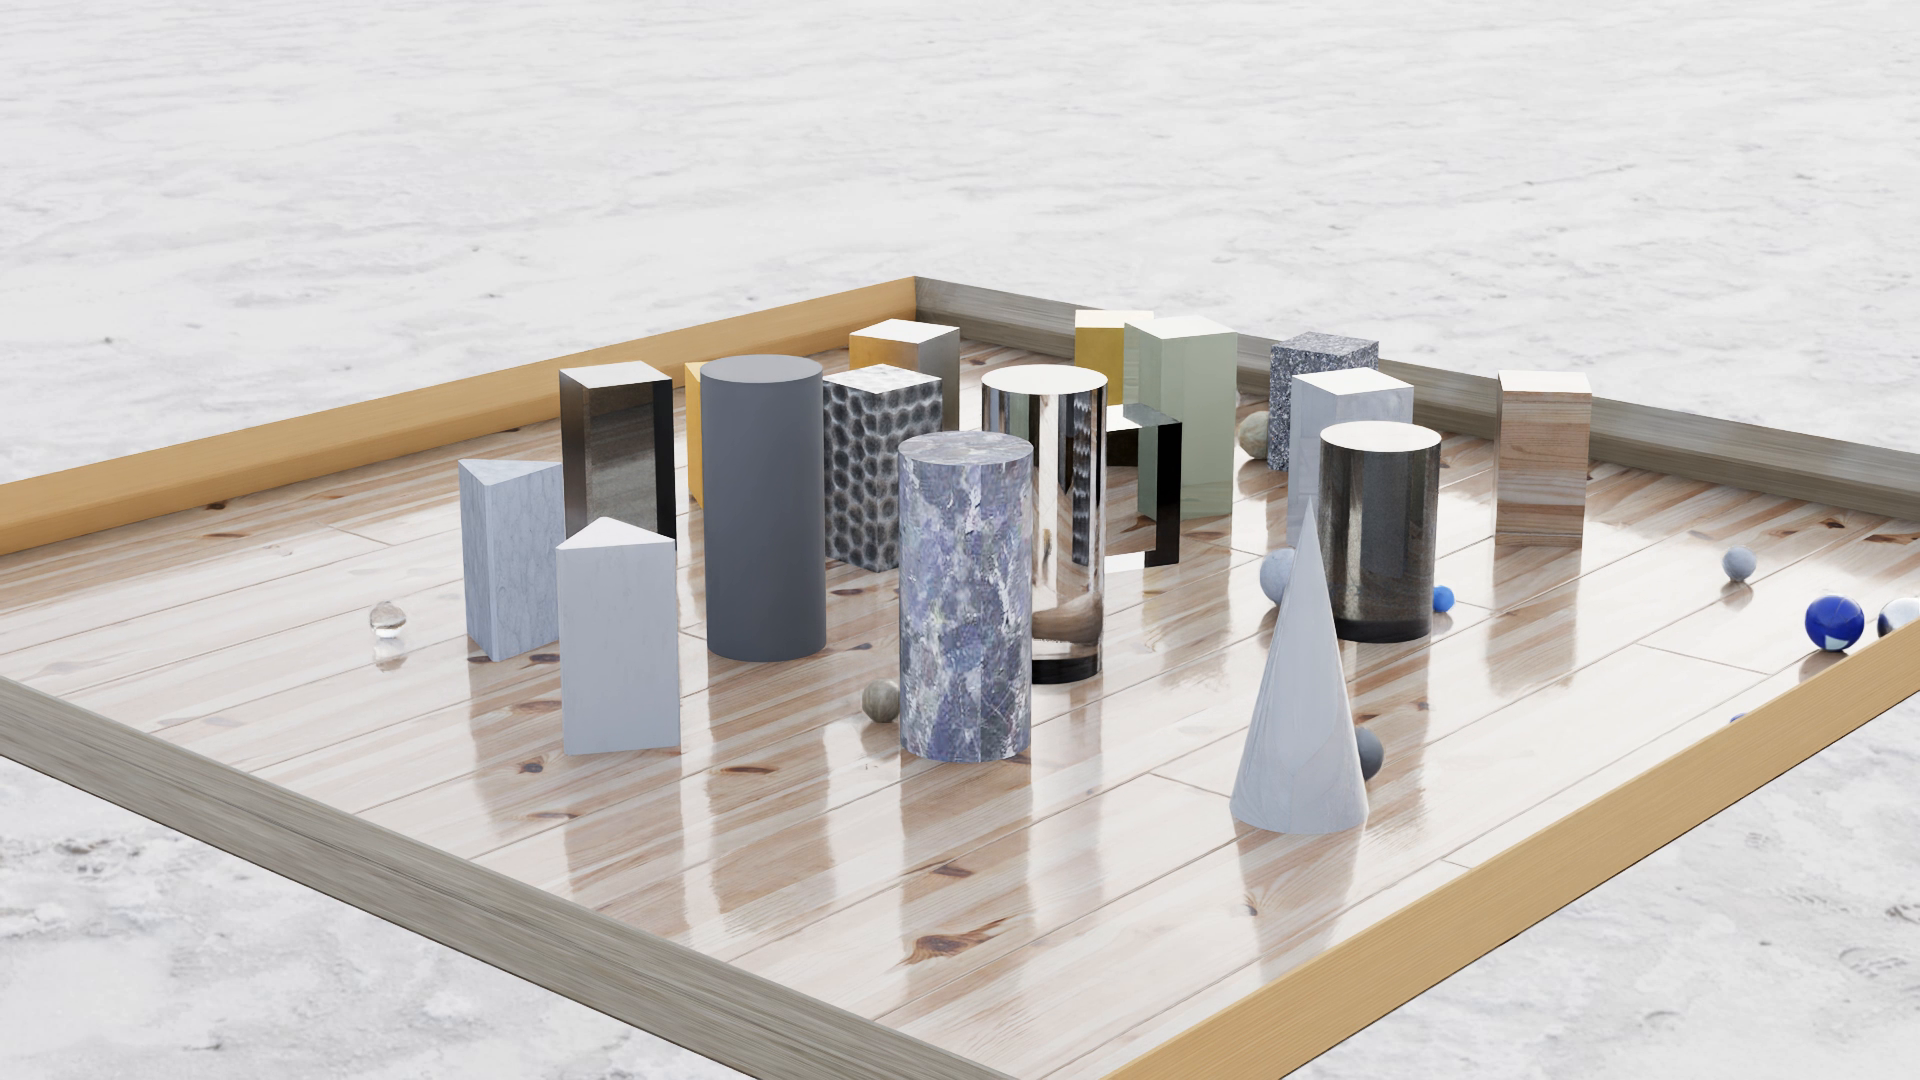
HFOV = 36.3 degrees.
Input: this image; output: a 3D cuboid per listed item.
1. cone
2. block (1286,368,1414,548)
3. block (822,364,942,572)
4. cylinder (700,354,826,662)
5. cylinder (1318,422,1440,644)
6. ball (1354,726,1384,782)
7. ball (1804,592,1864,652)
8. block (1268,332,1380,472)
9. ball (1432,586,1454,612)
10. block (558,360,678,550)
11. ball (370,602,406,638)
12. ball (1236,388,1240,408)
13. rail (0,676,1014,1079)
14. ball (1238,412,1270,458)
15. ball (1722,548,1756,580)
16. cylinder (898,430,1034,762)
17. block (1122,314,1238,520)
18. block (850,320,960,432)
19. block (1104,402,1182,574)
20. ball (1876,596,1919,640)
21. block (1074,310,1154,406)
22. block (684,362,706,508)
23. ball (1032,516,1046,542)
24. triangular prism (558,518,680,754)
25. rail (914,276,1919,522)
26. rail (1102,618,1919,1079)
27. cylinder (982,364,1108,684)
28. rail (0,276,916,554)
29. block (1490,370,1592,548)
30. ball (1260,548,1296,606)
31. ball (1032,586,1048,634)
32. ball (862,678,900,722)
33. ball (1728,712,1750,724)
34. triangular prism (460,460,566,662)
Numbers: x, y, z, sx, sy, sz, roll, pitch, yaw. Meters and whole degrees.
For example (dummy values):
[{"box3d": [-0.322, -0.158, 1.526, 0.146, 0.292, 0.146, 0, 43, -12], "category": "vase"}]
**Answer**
[{"box3d": [0.484, 0.159, 4.120, 0.199, 0.465, 0.199, 0, 17, 0], "category": "cone"}, {"box3d": [0.710, -0.135, 5.350, 0.160, 0.319, 0.160, -7, 18, -23], "category": "block"}, {"box3d": [-0.145, -0.132, 5.318, 0.160, 0.332, 0.160, -15, 23, -41], "category": "block"}, {"box3d": [-0.322, -0.054, 4.819, 0.199, 0.469, 0.199, 0, 17, 0], "category": "cylinder"}, {"box3d": [0.701, -0.015, 4.931, 0.199, 0.331, 0.199, 0, 17, 0], "category": "cylinder"}, {"box3d": [0.577, 0.313, 4.275, 0.082, 0.082, 0.082, 0, 17, 0], "category": "ball"}, {"box3d": [1.443, 0.135, 4.839, 0.097, 0.097, 0.097, 0, 17, 0], "category": "ball"}, {"box3d": [0.733, -0.273, 5.919, 0.160, 0.255, 0.160, 11, 20, 33], "category": "block"}, {"box3d": [0.828, 0.101, 5.042, 0.045, 0.045, 0.045, 0, 17, 0], "category": "ball"}, {"box3d": [-0.627, -0.146, 5.378, 0.160, 0.325, 0.160, -8, 19, -26], "category": "block"}, {"box3d": [-0.959, 0.134, 4.908, 0.060, 0.060, 0.060, 0, 17, 0], "category": "ball"}, {"box3d": [0.565, -0.306, 6.334, 0.080, 0.080, 0.080, 0, 17, 0], "category": "ball"}, {"box3d": [-0.991, 0.362, 4.026, 2.961, 0.130, 0.045, 14, 22, 39], "category": "rail"}, {"box3d": [0.618, -0.215, 5.999, 0.098, 0.098, 0.098, 0, 17, 0], "category": "ball"}, {"box3d": [1.385, 0.043, 5.212, 0.059, 0.059, 0.059, 0, 17, 0], "category": "ball"}, {"box3d": [0.009, 0.083, 4.385, 0.199, 0.458, 0.199, 0, 17, 0], "category": "cylinder"}, {"box3d": [0.418, -0.234, 5.613, 0.160, 0.357, 0.160, -7, 18, -22], "category": "block"}, {"box3d": [-0.110, -0.273, 5.851, 0.160, 0.295, 0.160, 10, 19, 29], "category": "block"}, {"box3d": [0.292, -0.095, 5.316, 0.160, 0.263, 0.160, -7, 18, -23], "category": "block"}, {"box3d": [1.555, 0.142, 4.813, 0.098, 0.098, 0.098, 0, 17, 0], "category": "ball"}, {"box3d": [0.317, -0.322, 6.048, 0.160, 0.275, 0.160, 1, 17, 3], "category": "block"}, {"box3d": [-0.441, -0.209, 5.714, 0.160, 0.251, 0.160, -4, 17, -14], "category": "block"}, {"box3d": [0.134, -0.021, 5.438, 0.051, 0.051, 0.051, 0, 17, 0], "category": "ball"}, {"box3d": [-0.524, 0.140, 4.432, 0.173, 0.322, 0.150, -4, 17, -13], "category": "triangular prism"}, {"box3d": [0.991, -0.297, 6.213, 2.961, 0.130, 0.045, 14, 22, 39], "category": "rail"}, {"box3d": [1.100, 0.308, 4.205, 0.045, 0.130, 3.072, 14, 22, 39], "category": "rail"}, {"box3d": [0.134, -0.026, 4.714, 0.199, 0.478, 0.199, 0, 17, 0], "category": "cylinder"}, {"box3d": [-1.100, -0.243, 6.034, 0.045, 0.130, 3.072, 14, 22, 39], "category": "rail"}, {"box3d": [1.078, -0.152, 5.450, 0.160, 0.294, 0.160, 2, 17, 7], "category": "block"}, {"box3d": [0.567, 0.065, 5.068, 0.100, 0.100, 0.100, 0, 17, 0], "category": "ball"}, {"box3d": [0.102, 0.118, 4.912, 0.089, 0.089, 0.089, 0, 17, 0], "category": "ball"}, {"box3d": [-0.119, 0.247, 4.519, 0.067, 0.067, 0.067, 0, 17, 0], "category": "ball"}, {"box3d": [1.179, 0.289, 4.379, 0.067, 0.067, 0.067, 0, 17, 0], "category": "ball"}, {"box3d": [-0.768, 0.023, 4.861, 0.150, 0.300, 0.173, 12, 21, 35], "category": "triangular prism"}]
